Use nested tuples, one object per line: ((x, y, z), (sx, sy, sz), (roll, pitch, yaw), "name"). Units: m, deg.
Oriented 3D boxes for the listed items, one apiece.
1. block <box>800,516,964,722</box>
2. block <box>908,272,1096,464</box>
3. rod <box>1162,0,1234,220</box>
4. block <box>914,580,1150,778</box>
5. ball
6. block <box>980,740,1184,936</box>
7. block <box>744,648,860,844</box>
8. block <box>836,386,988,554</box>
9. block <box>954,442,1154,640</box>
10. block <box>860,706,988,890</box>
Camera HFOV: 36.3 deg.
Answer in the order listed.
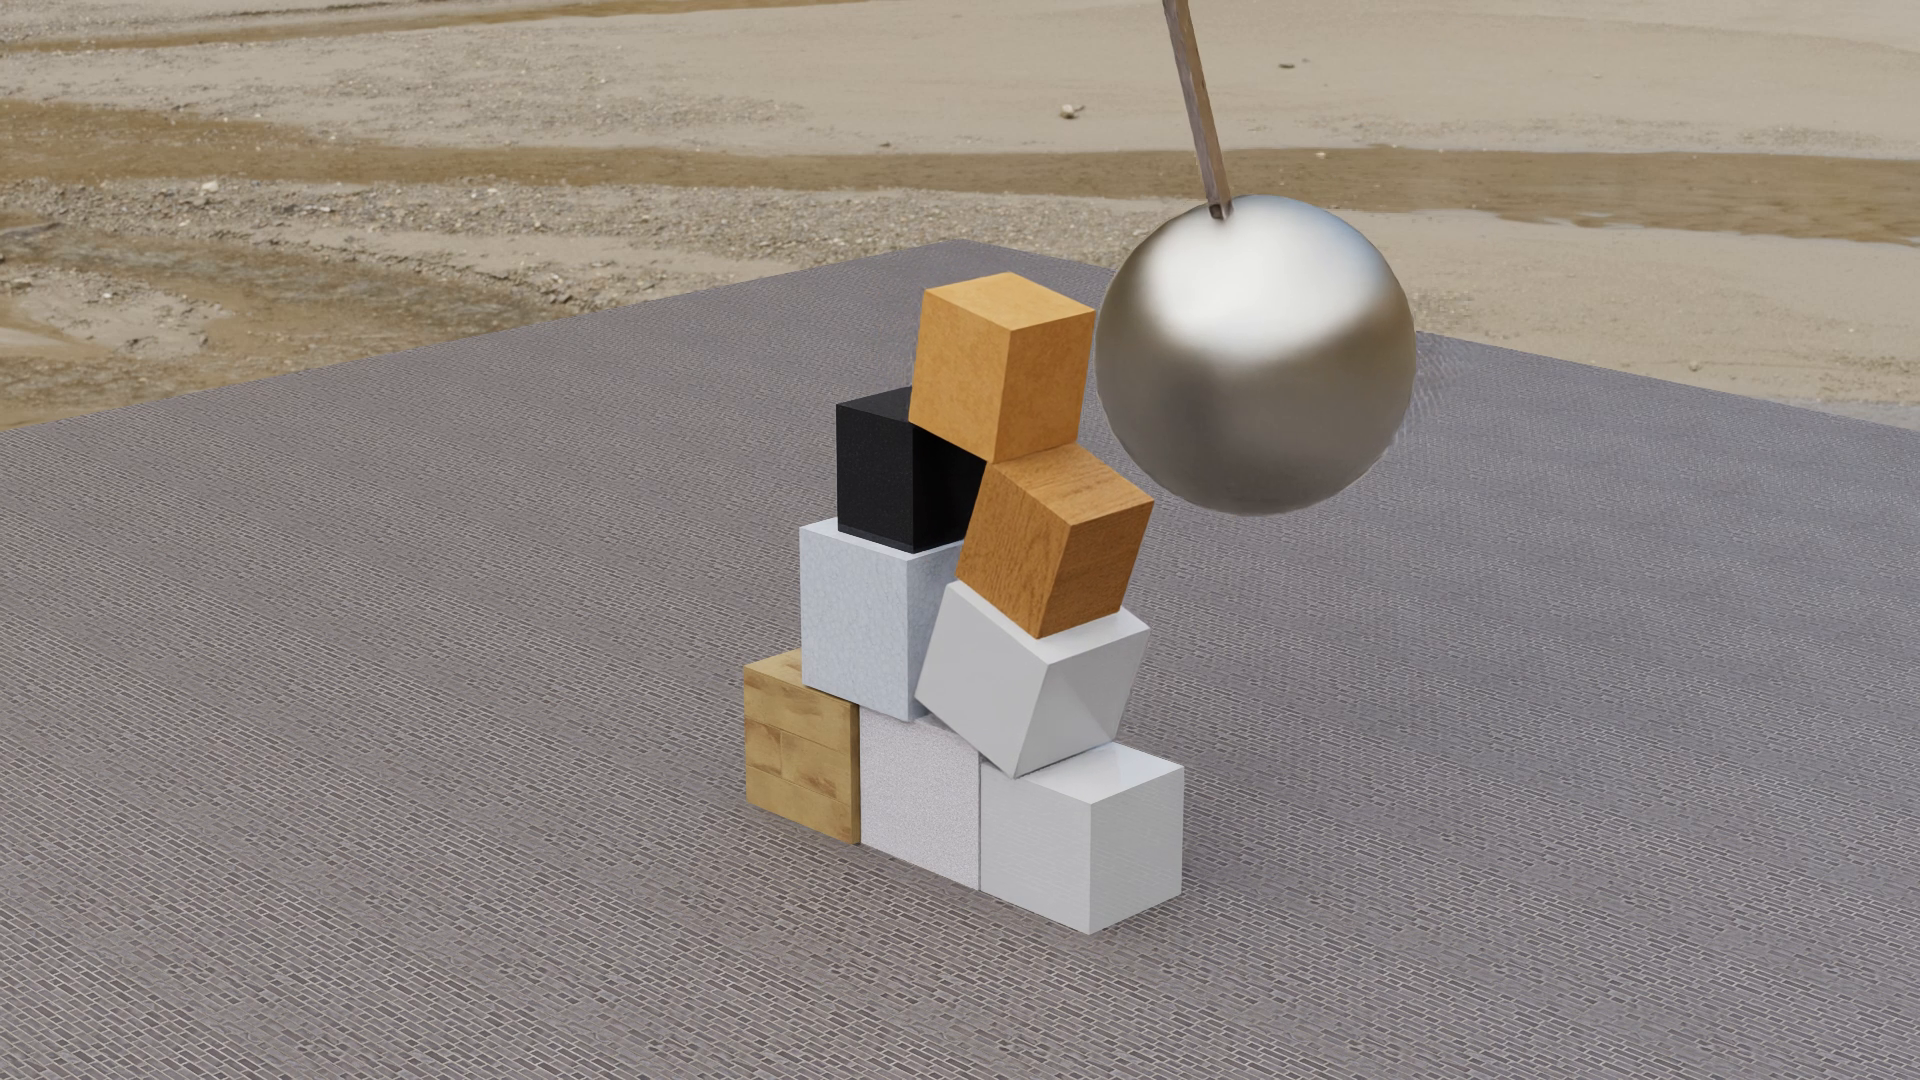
((-0.234, 0.307, 13.686), (0.725, 0.770, 0.715), (-17, 24, -42), "block")
((0.182, -0.766, 12.912), (0.536, 0.619, 0.535), (-17, 34, -42), "block")
((0.636, -3.709, 12.842), (0.080, 5.200, 0.080), (17, 44, 42), "rod")
((0.321, 0.551, 13.145), (0.667, 0.622, 0.656), (-17, 44, -42), "block")
((1.467, -0.914, 14.592), (1.600, 1.600, 1.600), (0, 17, 0), "ball")
((0.547, 1.299, 13.179), (0.615, 0.619, 0.666), (-17, 24, -42), "block")
((-0.530, 0.945, 14.166), (0.696, 0.703, 0.751), (-17, 24, -42), "block")
((-0.184, -0.338, 13.446), (0.575, 0.605, 0.501), (-17, 24, -42), "block")
((0.413, -0.010, 12.900), (0.534, 0.598, 0.535), (-17, 44, -42), "block")
((0.038, 1.095, 13.663), (0.653, 0.719, 0.774), (-17, 24, -42), "block")
